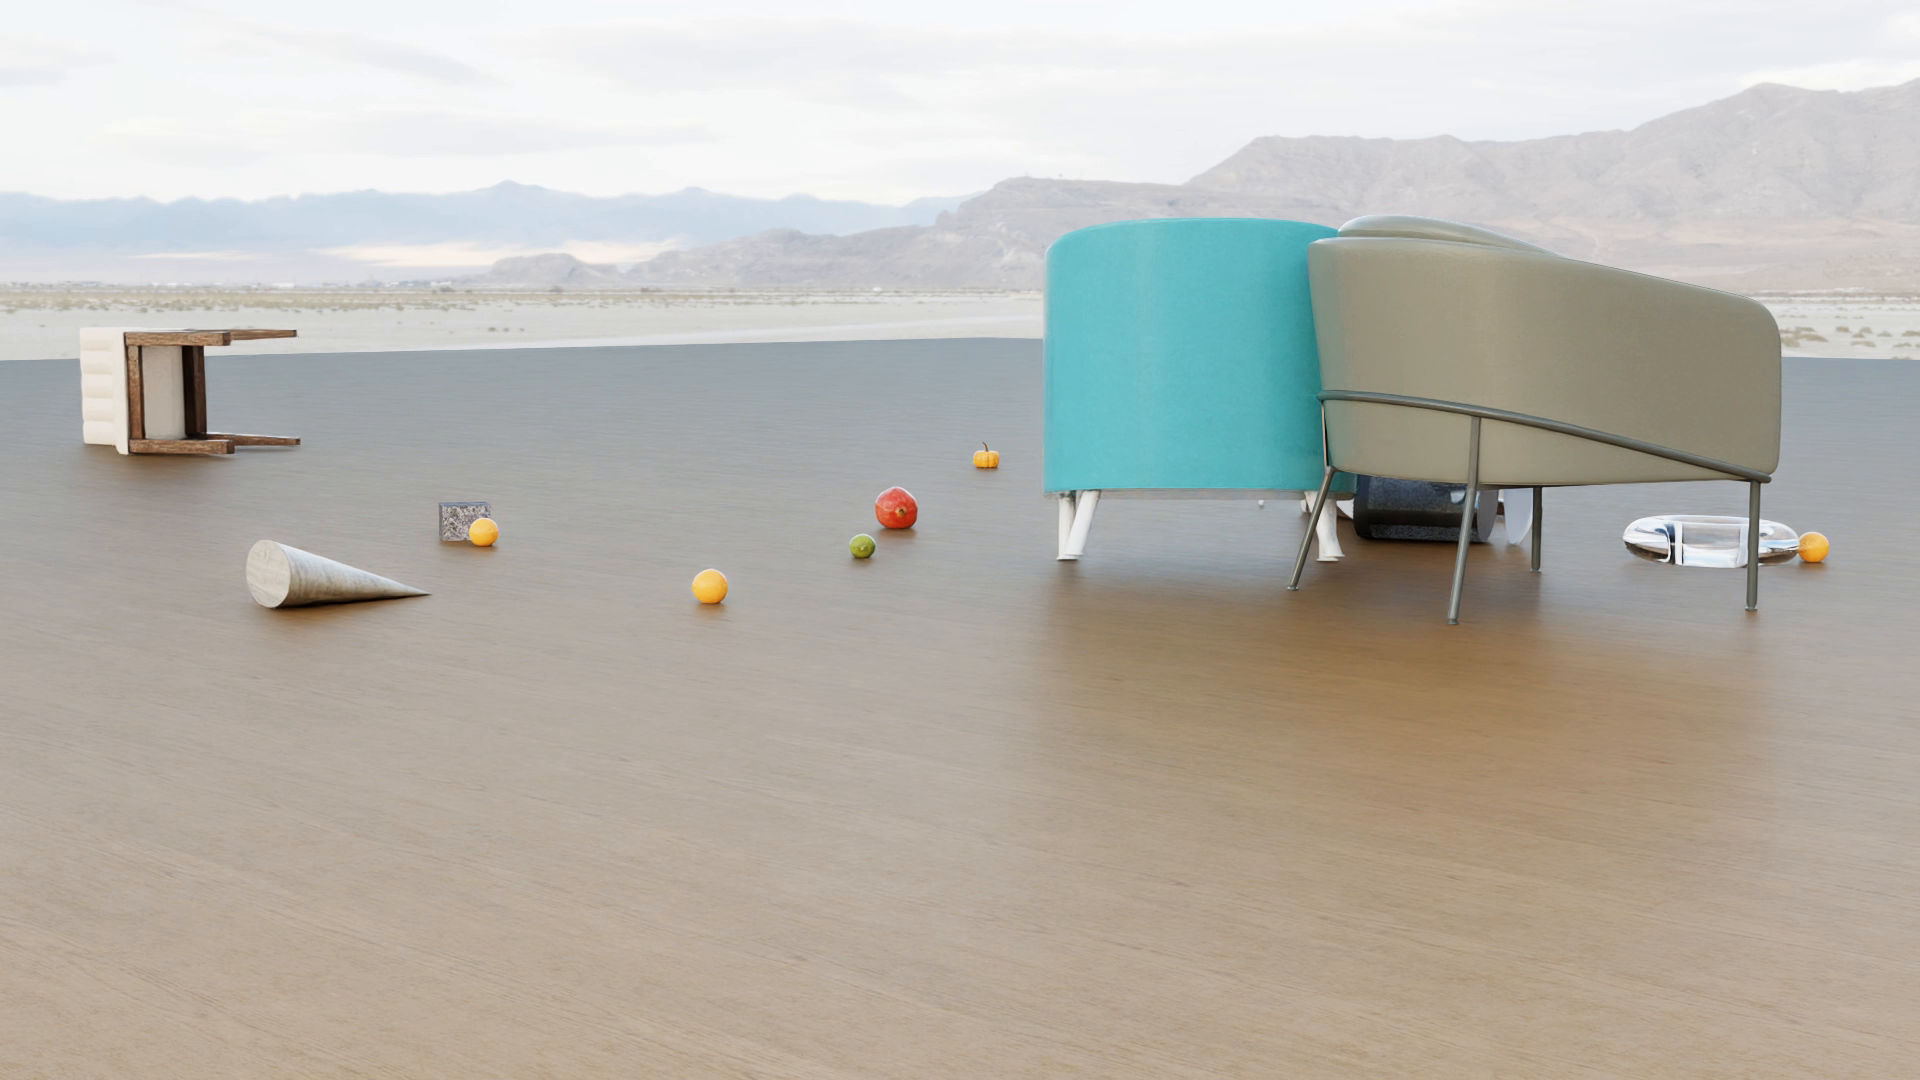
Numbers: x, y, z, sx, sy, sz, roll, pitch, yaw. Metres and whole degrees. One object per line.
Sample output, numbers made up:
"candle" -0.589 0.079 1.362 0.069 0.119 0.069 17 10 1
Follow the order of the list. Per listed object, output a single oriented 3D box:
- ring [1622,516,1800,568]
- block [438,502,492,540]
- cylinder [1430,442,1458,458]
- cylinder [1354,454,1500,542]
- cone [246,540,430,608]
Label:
"ring" 1.730 0.003 5.911 0.394 0.099 0.348 2 5 14
"block" -1.247 -0.048 6.461 0.118 0.085 0.124 -2 6 -16
"cylinder" 1.604 -0.272 8.510 0.063 0.111 0.113 0 -17 -3
"cylinder" 1.171 -0.105 6.432 0.308 0.191 0.289 2 25 22
"cone" -1.237 0.090 5.225 0.351 0.131 0.315 9 4 -31
